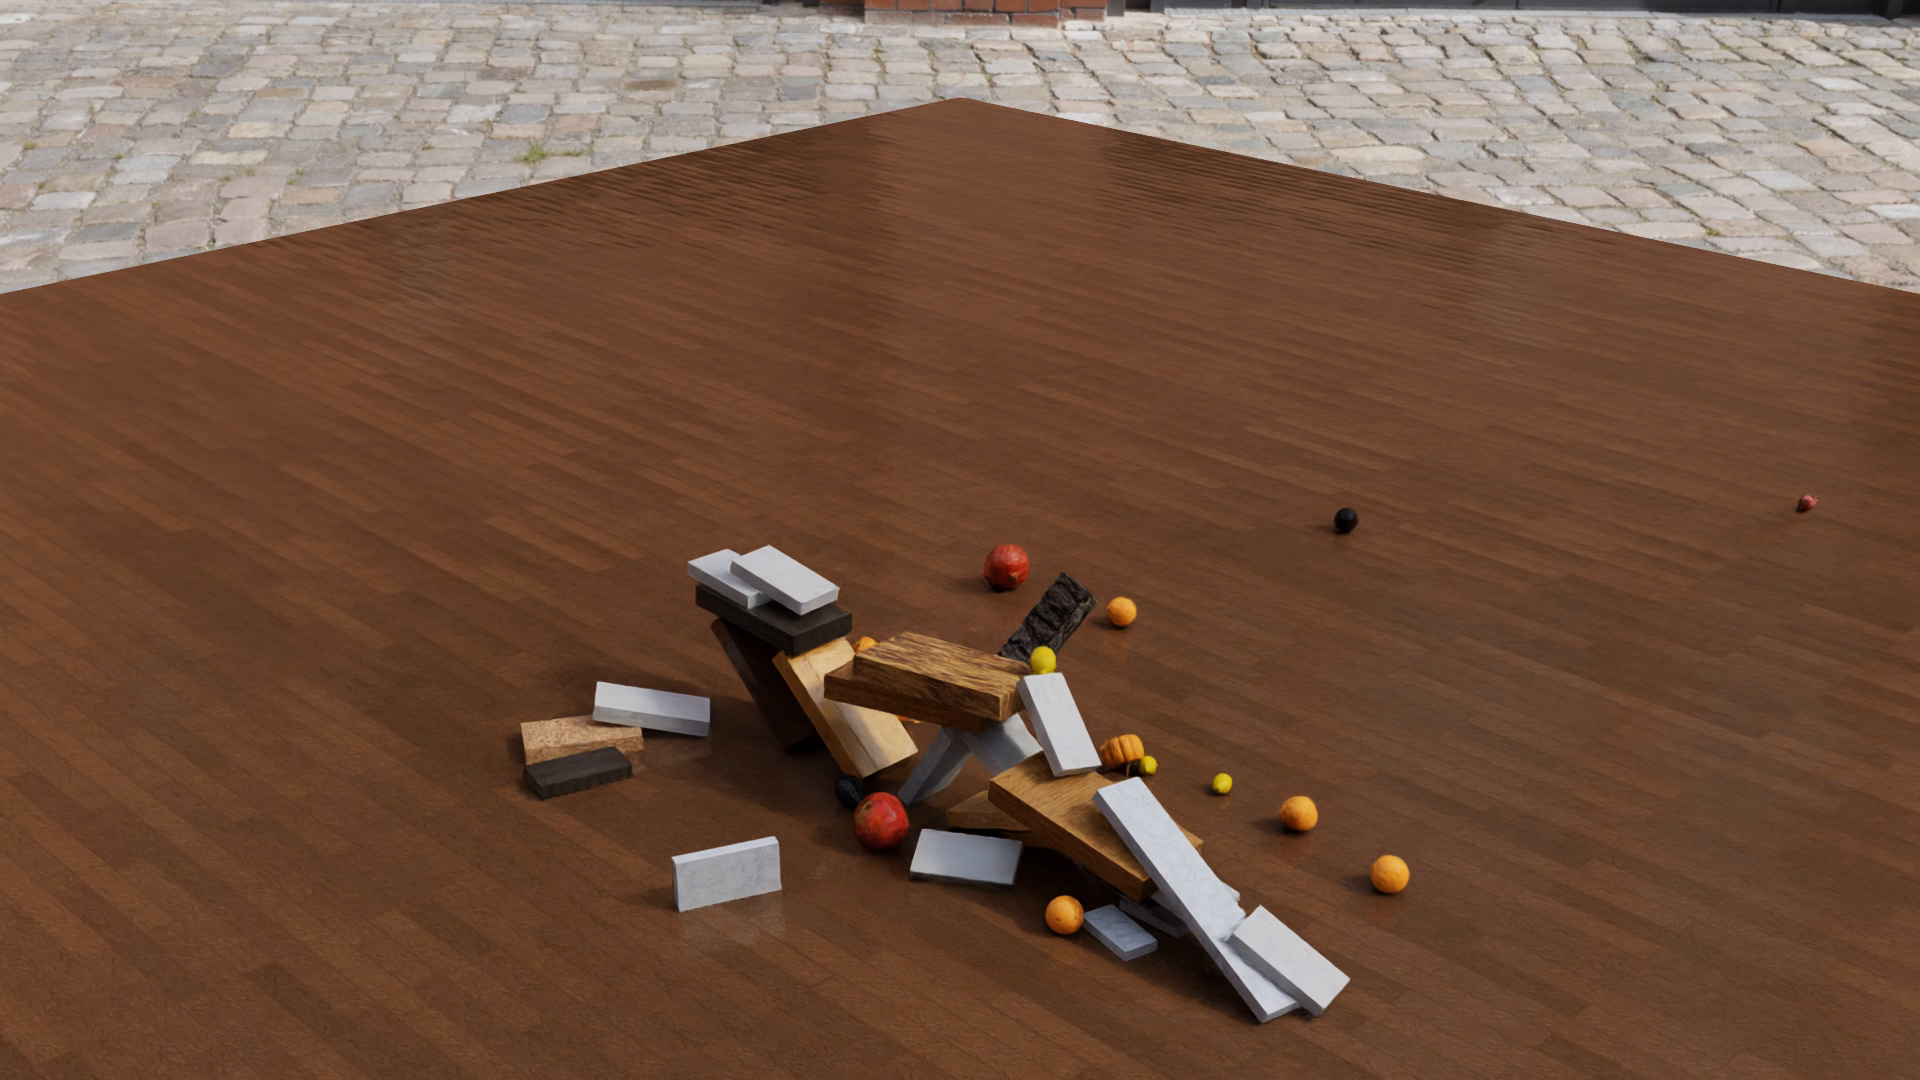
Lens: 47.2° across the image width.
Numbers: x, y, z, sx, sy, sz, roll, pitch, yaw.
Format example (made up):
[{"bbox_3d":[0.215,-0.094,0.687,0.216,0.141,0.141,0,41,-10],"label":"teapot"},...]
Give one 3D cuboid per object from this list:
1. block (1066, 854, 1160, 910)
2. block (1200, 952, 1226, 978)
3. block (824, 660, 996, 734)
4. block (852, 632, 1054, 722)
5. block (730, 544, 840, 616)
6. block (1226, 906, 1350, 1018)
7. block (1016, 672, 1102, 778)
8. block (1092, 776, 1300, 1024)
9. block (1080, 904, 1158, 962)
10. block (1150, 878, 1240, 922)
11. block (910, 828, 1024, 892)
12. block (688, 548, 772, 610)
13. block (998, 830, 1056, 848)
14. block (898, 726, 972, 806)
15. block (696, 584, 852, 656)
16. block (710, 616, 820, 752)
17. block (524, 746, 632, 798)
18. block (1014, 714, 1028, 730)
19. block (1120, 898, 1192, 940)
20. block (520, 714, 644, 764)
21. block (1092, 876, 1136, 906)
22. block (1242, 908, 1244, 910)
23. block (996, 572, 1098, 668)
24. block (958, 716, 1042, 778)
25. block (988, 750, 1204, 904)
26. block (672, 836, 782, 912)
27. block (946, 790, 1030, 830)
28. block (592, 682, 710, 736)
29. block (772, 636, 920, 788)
[{"bbox_3d":[0.317,0.618,4.155,0.112,0.032,0.224,-19,31,-37],"label":"block"},{"bbox_3d":[0.463,0.755,3.965,0.046,0.013,0.092,6,24,14],"label":"block"},{"bbox_3d":[-0.072,0.300,4.407,0.358,0.051,0.179,10,20,29],"label":"block"},{"bbox_3d":[-0.016,0.266,4.343,0.358,0.051,0.179,14,21,34],"label":"block"},{"bbox_3d":[-0.375,0.085,4.692,0.220,0.031,0.110,29,36,34],"label":"block"},{"bbox_3d":[0.575,0.737,3.850,0.202,0.029,0.101,39,40,17],"label":"block"},{"bbox_3d":[0.188,0.351,4.199,0.101,0.029,0.202,-2,60,-41],"label":"block"},{"bbox_3d":[0.425,0.636,3.938,0.101,0.029,0.523,-13,51,-35],"label":"block"},{"bbox_3d":[0.291,0.720,4.038,0.072,0.021,0.145,-13,26,-29],"label":"block"},{"bbox_3d":[0.394,0.628,4.060,0.112,0.032,0.224,-22,42,-40],"label":"block"},{"bbox_3d":[0.014,0.615,4.225,0.201,0.028,0.100,6,48,13],"label":"block"},{"bbox_3d":[-0.481,0.083,4.762,0.110,0.031,0.220,-19,32,-38],"label":"block"},{"bbox_3d":[0.186,0.563,4.274,0.112,0.032,0.224,-19,5,-35],"label":"block"},{"bbox_3d":[-0.029,0.440,4.444,0.120,0.239,0.034,-21,64,-41],"label":"block"},{"bbox_3d":[-0.401,0.148,4.718,0.162,0.046,0.323,-21,33,-41],"label":"block"},{"bbox_3d":[-0.389,0.287,4.762,0.162,0.046,0.323,-21,73,-41],"label":"block"},{"bbox_3d":[-0.795,0.482,4.580,0.201,0.028,0.100,-11,25,-28],"label":"block"},{"bbox_3d":[0.066,0.388,4.807,0.110,0.031,0.220,-6,24,-14],"label":"block"},{"bbox_3d":[0.376,0.693,4.101,0.145,0.021,0.072,21,31,41],"label":"block"},{"bbox_3d":[-0.812,0.422,4.721,0.247,0.035,0.124,-6,24,-13],"label":"block"},{"bbox_3d":[0.309,0.639,4.170,0.072,0.021,0.145,-16,29,-33],"label":"block"},{"bbox_3d":[0.463,0.677,3.953,0.092,0.013,0.046,14,57,-7],"label":"block"},{"bbox_3d":[0.168,0.223,4.829,0.035,0.310,0.124,36,3,-34],"label":"block"},{"bbox_3d":[0.114,0.436,4.299,0.120,0.034,0.239,-13,50,-38],"label":"block"},{"bbox_3d":[0.251,0.526,4.116,0.376,0.051,0.179,31,38,33],"label":"block"},{"bbox_3d":[-0.439,0.629,4.147,0.201,0.100,0.028,-9,21,-21],"label":"block"},{"bbox_3d":[0.100,0.535,4.357,0.239,0.034,0.120,-5,13,45],"label":"block"},{"bbox_3d":[-0.670,0.367,4.778,0.247,0.035,0.124,9,20,-10],"label":"block"},{"bbox_3d":[-0.241,0.349,4.627,0.162,0.046,0.323,-21,71,-41],"label":"block"}]
